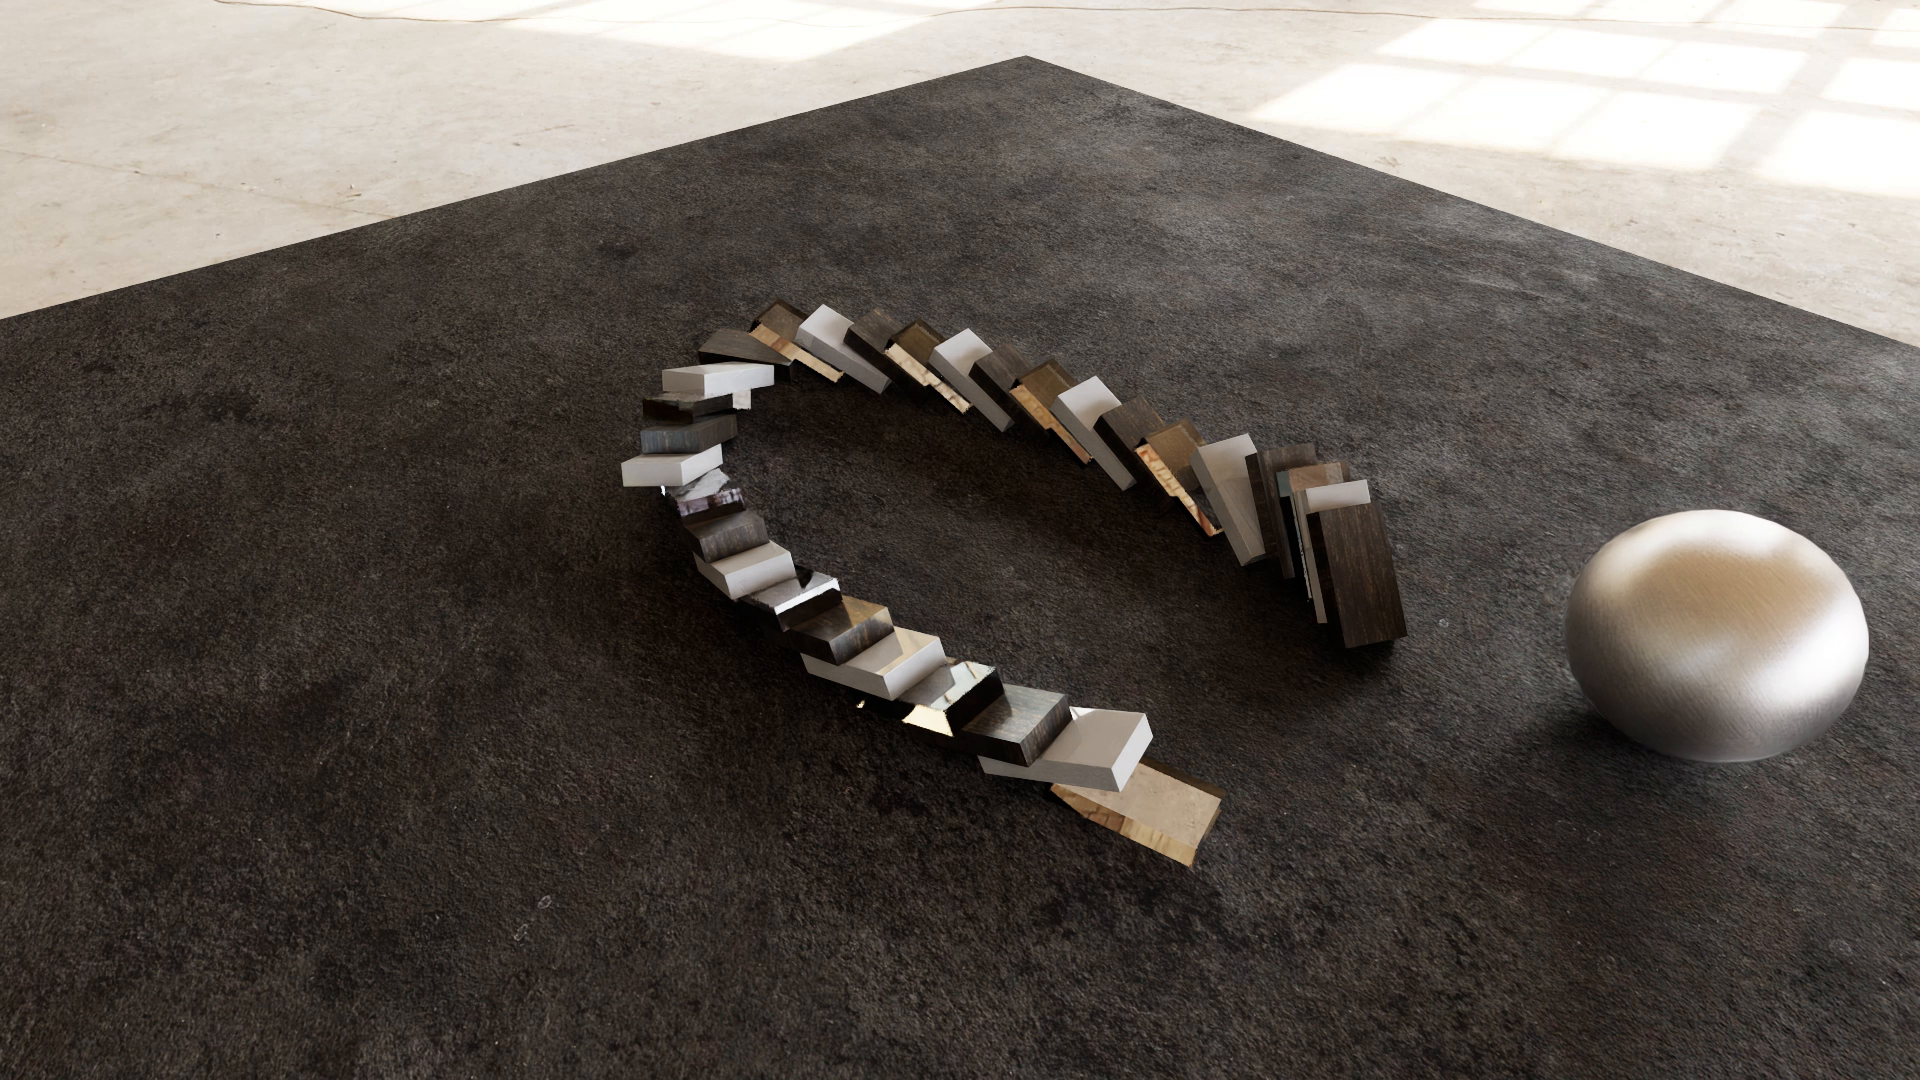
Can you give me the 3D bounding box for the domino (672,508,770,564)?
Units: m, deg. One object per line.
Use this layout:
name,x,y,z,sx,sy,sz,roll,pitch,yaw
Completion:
domino,-0.095,-0.004,0.433,0.025,0.010,0.050,-19,19,-21

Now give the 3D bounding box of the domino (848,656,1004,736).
domino,-0.012,0.049,0.367,0.025,0.009,0.050,-35,26,-34

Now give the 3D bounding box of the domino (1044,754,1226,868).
domino,0.055,0.080,0.346,0.050,0.010,0.025,21,44,24

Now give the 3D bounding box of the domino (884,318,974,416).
domino,-0.009,-0.084,0.530,0.050,0.010,0.025,40,49,7

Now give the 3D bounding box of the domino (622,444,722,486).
domino,-0.121,-0.032,0.466,0.025,0.009,0.050,0,14,6

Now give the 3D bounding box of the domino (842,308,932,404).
domino,-0.030,-0.091,0.538,0.050,0.010,0.025,39,48,6

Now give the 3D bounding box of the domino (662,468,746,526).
domino,-0.106,-0.018,0.450,0.025,0.010,0.050,-16,18,-19

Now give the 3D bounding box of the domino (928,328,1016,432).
domino,0.012,-0.076,0.520,0.050,0.010,0.025,45,53,11

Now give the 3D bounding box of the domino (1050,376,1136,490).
domino,0.066,-0.048,0.486,0.025,0.009,0.050,-30,73,-32

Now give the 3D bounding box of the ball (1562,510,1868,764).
ball,0.238,0.030,0.351,0.080,0.080,0.080,0,39,0

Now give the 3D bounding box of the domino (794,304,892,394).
domino,-0.054,-0.095,0.544,0.050,0.010,0.025,32,44,1

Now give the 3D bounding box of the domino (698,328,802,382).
domino,-0.104,-0.094,0.559,0.050,0.010,0.025,11,41,13

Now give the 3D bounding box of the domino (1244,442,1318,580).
domino,0.130,-0.011,0.431,0.025,0.050,0.009,-11,-3,-13

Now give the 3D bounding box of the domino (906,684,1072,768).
domino,0.009,0.058,0.358,0.050,0.009,0.025,4,33,43

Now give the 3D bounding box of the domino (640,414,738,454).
domino,-0.118,-0.047,0.484,0.025,0.010,0.050,1,14,7

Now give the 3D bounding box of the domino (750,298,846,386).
domino,-0.077,-0.099,0.550,0.050,0.009,0.025,32,44,1

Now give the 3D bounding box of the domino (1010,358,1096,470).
domino,0.049,-0.058,0.498,0.025,0.009,0.050,-32,74,-33

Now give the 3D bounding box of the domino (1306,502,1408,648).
domino,0.145,0.013,0.402,0.025,0.050,0.009,-9,-4,-11

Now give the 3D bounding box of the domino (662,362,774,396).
domino,-0.114,-0.077,0.520,0.025,0.010,0.050,10,17,27

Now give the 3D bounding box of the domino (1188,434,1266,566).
domino,0.115,-0.017,0.445,0.025,0.009,0.050,-17,72,-19

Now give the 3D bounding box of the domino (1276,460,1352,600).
domino,0.139,-0.004,0.422,0.025,0.050,0.009,-9,-4,-11

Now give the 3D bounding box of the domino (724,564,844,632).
domino,-0.066,0.019,0.404,0.025,0.009,0.050,-26,21,-28

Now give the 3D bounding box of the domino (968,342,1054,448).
domino,0.030,-0.067,0.510,0.050,0.009,0.025,46,54,12

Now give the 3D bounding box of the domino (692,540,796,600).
domino,-0.083,0.008,0.417,0.025,0.009,0.050,-21,19,-22

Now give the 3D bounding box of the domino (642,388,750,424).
domino,-0.119,-0.062,0.503,0.025,0.009,0.050,7,16,18

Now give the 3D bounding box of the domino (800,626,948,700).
domino,-0.031,0.040,0.379,0.025,0.010,0.050,-33,25,-33

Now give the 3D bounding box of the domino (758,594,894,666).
domino,-0.048,0.030,0.391,0.025,0.009,0.050,-30,24,-32

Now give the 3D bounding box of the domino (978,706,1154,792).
domino,0.033,0.065,0.349,0.050,0.010,0.025,-1,32,38

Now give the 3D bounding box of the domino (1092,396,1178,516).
domino,0.083,-0.037,0.473,0.025,0.010,0.050,-27,71,-29

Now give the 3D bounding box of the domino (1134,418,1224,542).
domino,0.098,-0.026,0.459,0.025,0.010,0.050,-25,70,-27

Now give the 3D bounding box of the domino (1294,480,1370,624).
domino,0.143,0.004,0.412,0.025,0.050,0.010,-9,-4,-11
